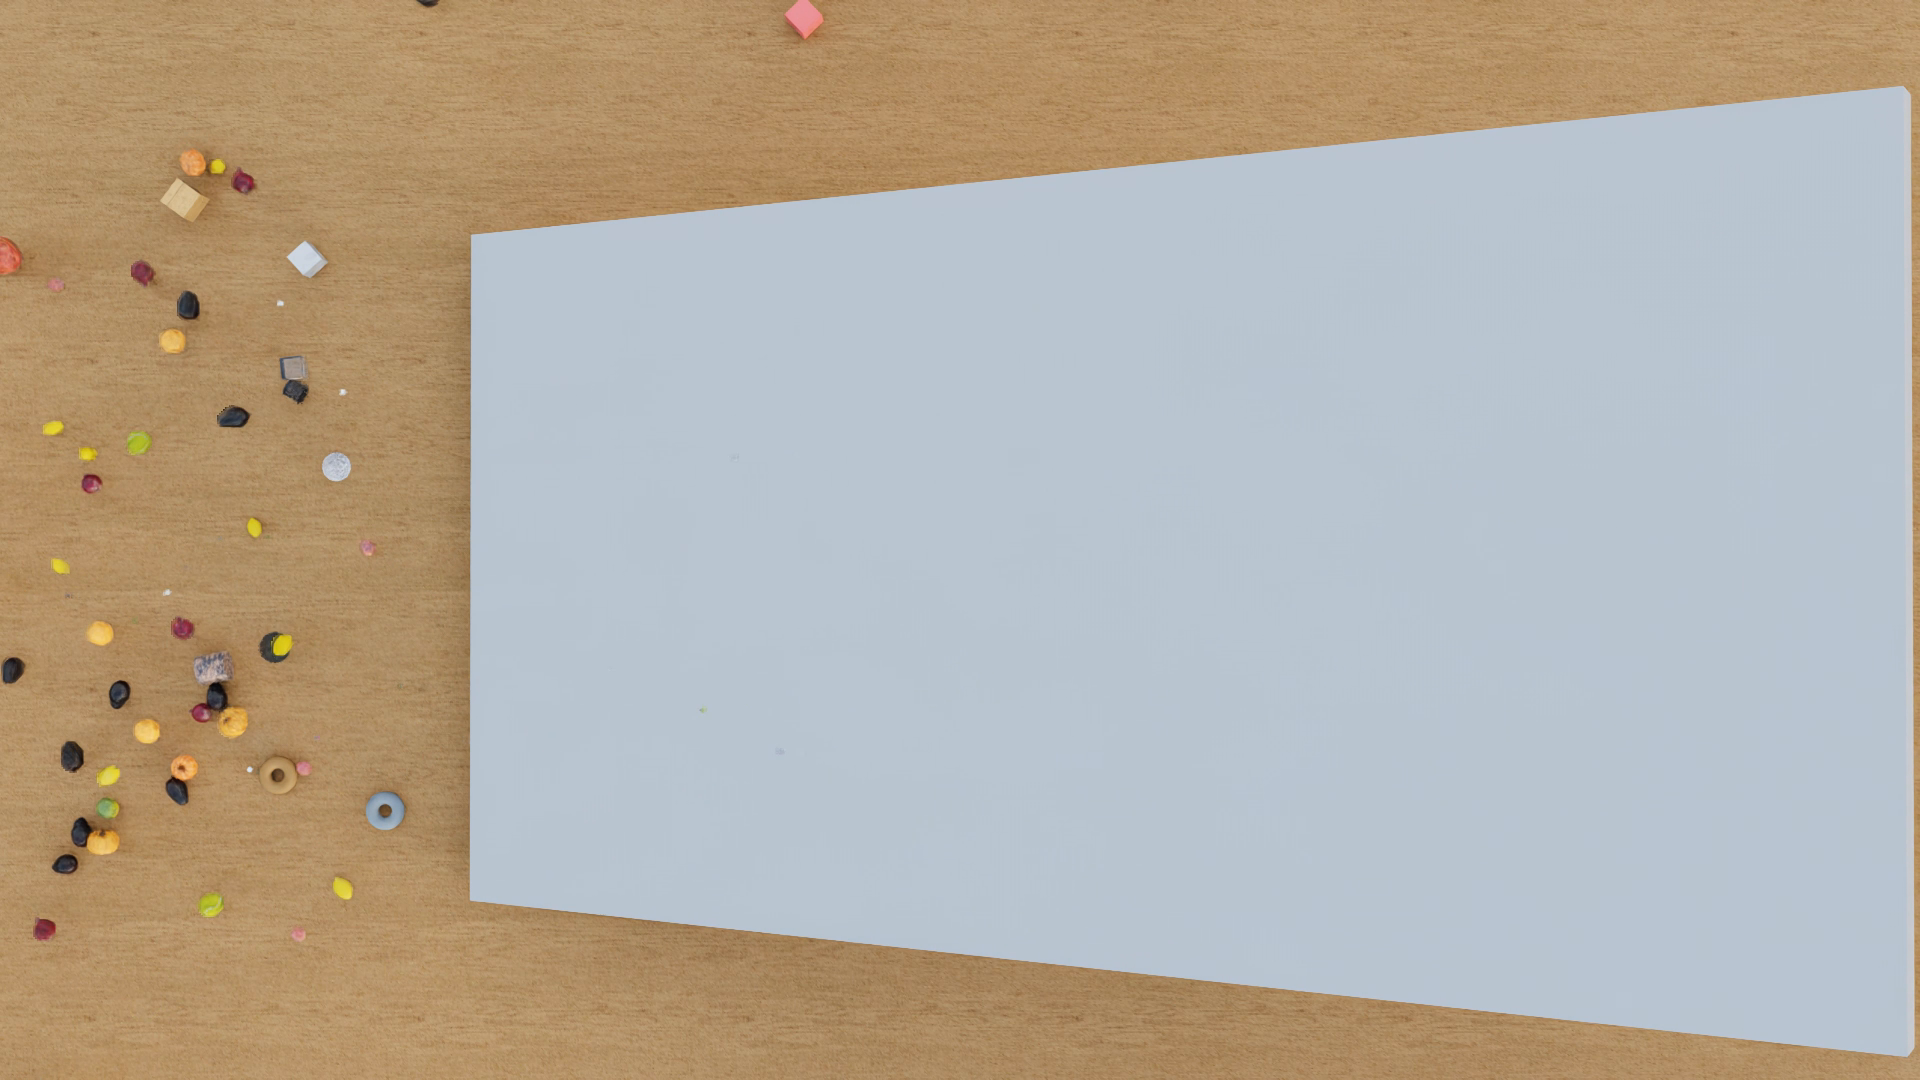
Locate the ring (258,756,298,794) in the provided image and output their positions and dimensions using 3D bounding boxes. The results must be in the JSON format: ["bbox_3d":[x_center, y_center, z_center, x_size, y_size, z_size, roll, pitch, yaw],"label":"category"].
[{"bbox_3d":[-2.067,0.713,6.668,0.117,0.039,0.117,0,91,0],"label":"ring"}]

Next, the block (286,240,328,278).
[{"bbox_3d":[-1.977,-0.850,6.664,0.074,0.074,0.074,-42,90,0],"label":"block"}]

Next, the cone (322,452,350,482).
[{"bbox_3d":[-1.898,-0.223,6.651,0.088,0.088,0.088,0,89,0],"label":"cone"}]

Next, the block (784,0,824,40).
[{"bbox_3d":[-0.473,-1.583,6.668,0.080,0.080,0.080,-44,90,0],"label":"block"}]

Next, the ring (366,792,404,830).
[{"bbox_3d":[-1.742,0.820,6.666,0.118,0.039,0.118,0,90,-1],"label":"ring"}]

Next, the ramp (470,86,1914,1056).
[{"bbox_3d":[0.264,0.073,5.611,4.000,0.100,2.000,0,89,31],"label":"ramp"}]

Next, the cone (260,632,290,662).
[{"bbox_3d":[-2.085,0.327,6.643,0.094,0.094,0.094,0,89,0],"label":"cone"}]

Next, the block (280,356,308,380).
[{"bbox_3d":[-2.018,-0.521,6.666,0.064,0.064,0.064,-7,89,0],"label":"block"}]

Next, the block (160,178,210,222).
[{"bbox_3d":[-2.346,-1.029,6.659,0.087,0.087,0.087,36,90,0],"label":"block"}]
